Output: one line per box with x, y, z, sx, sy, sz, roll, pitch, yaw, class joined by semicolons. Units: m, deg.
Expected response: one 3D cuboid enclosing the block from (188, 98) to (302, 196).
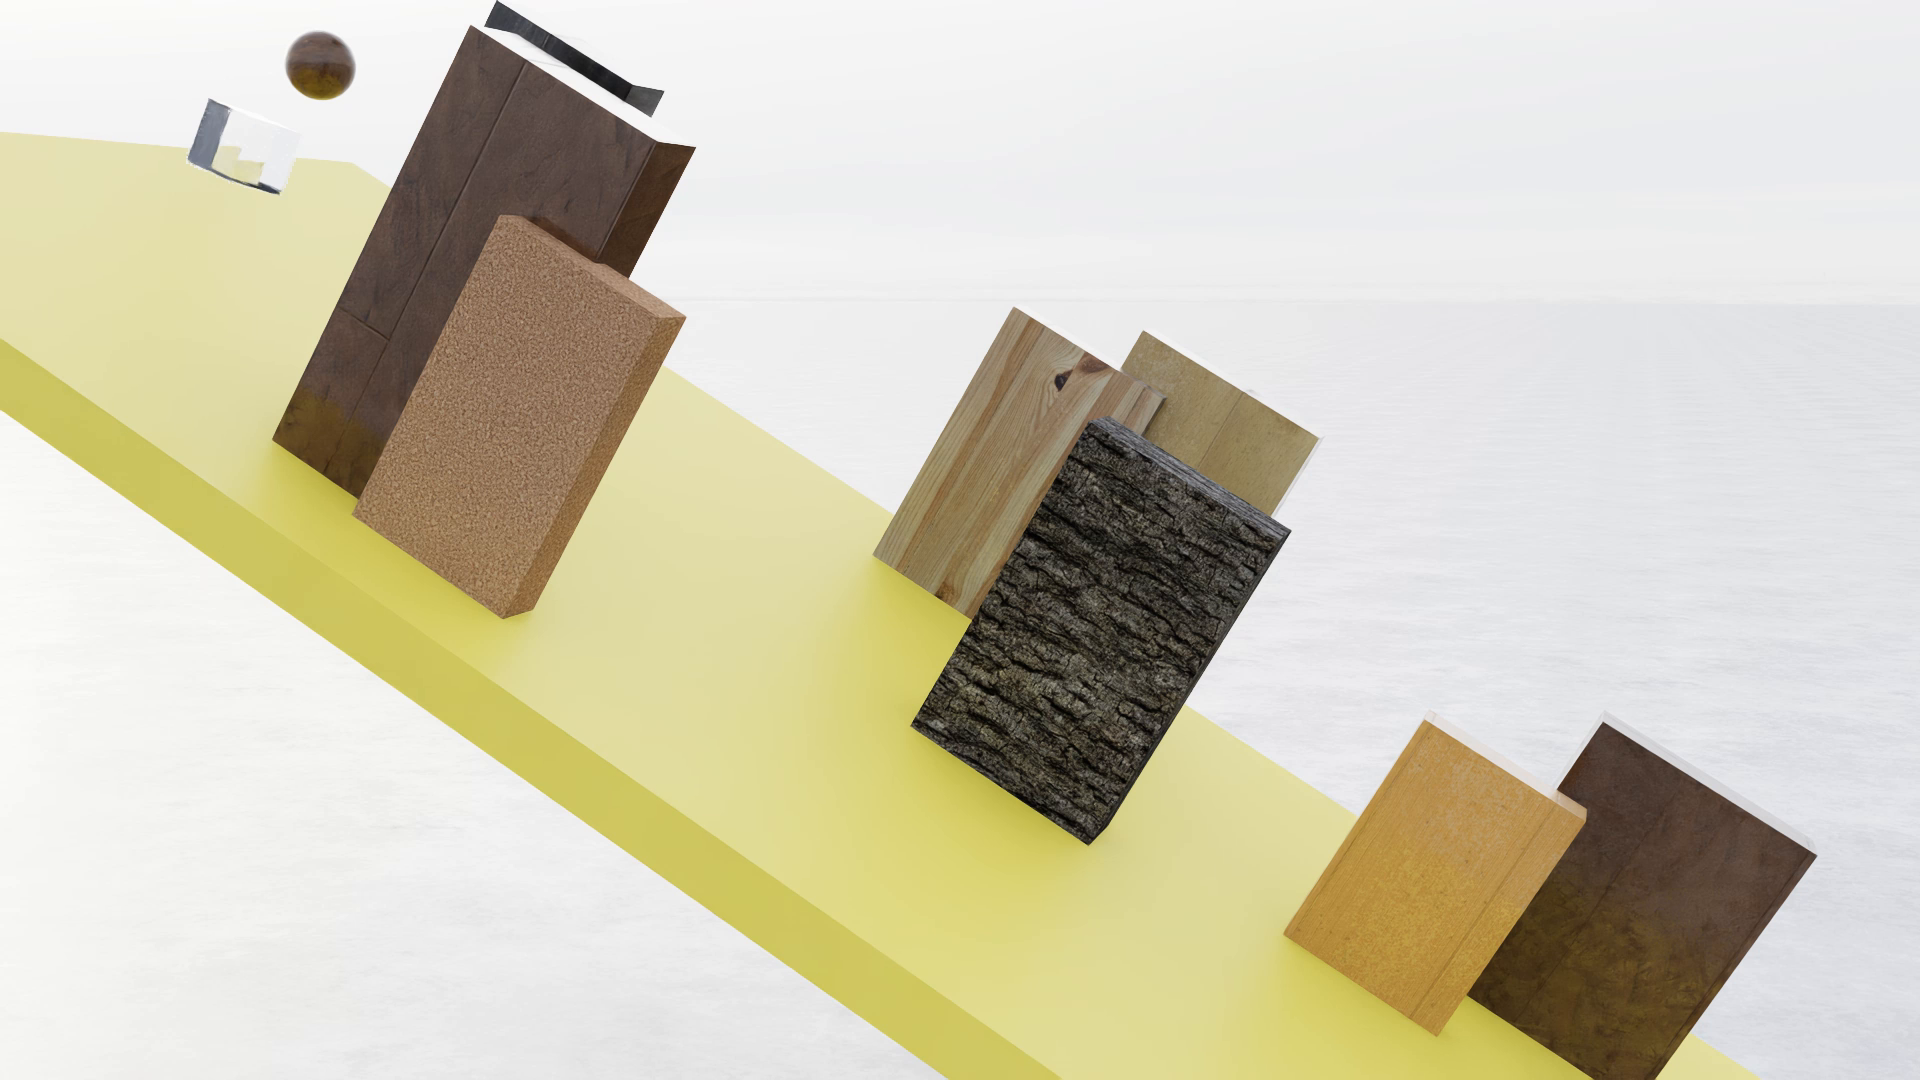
-1.517;-0.833;4.661;0.140;0.140;0.140;25;7;27;block

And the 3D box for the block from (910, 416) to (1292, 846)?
0.246;0.159;3.895;0.384;0.642;0.150;33;15;11;block

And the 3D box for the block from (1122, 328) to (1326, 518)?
0.399;-0.029;4.670;0.429;0.716;0.102;33;15;11;block

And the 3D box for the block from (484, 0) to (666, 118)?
-0.821;-0.502;3.773;0.285;0.775;0.125;33;15;11;block

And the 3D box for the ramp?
-0.176;0.289;4.124;4.000;0.100;2.000;33;15;11;ramp

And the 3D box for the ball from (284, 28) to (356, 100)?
-1.340;-0.995;4.607;0.147;0.147;0.147;0;7;0;ball

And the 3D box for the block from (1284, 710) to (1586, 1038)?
0.846;0.594;3.931;0.323;0.476;0.094;33;15;11;block

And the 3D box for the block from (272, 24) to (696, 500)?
-0.772;-0.393;3.538;0.364;0.759;0.146;33;15;11;block

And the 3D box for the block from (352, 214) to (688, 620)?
-0.694;-0.192;3.443;0.306;0.545;0.100;33;15;11;block

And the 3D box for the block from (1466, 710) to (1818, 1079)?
1.245;0.693;4.152;0.443;0.588;0.117;33;15;11;block

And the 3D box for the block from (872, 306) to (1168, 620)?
0.127;-0.135;4.684;0.372;0.623;0.089;33;15;11;block
